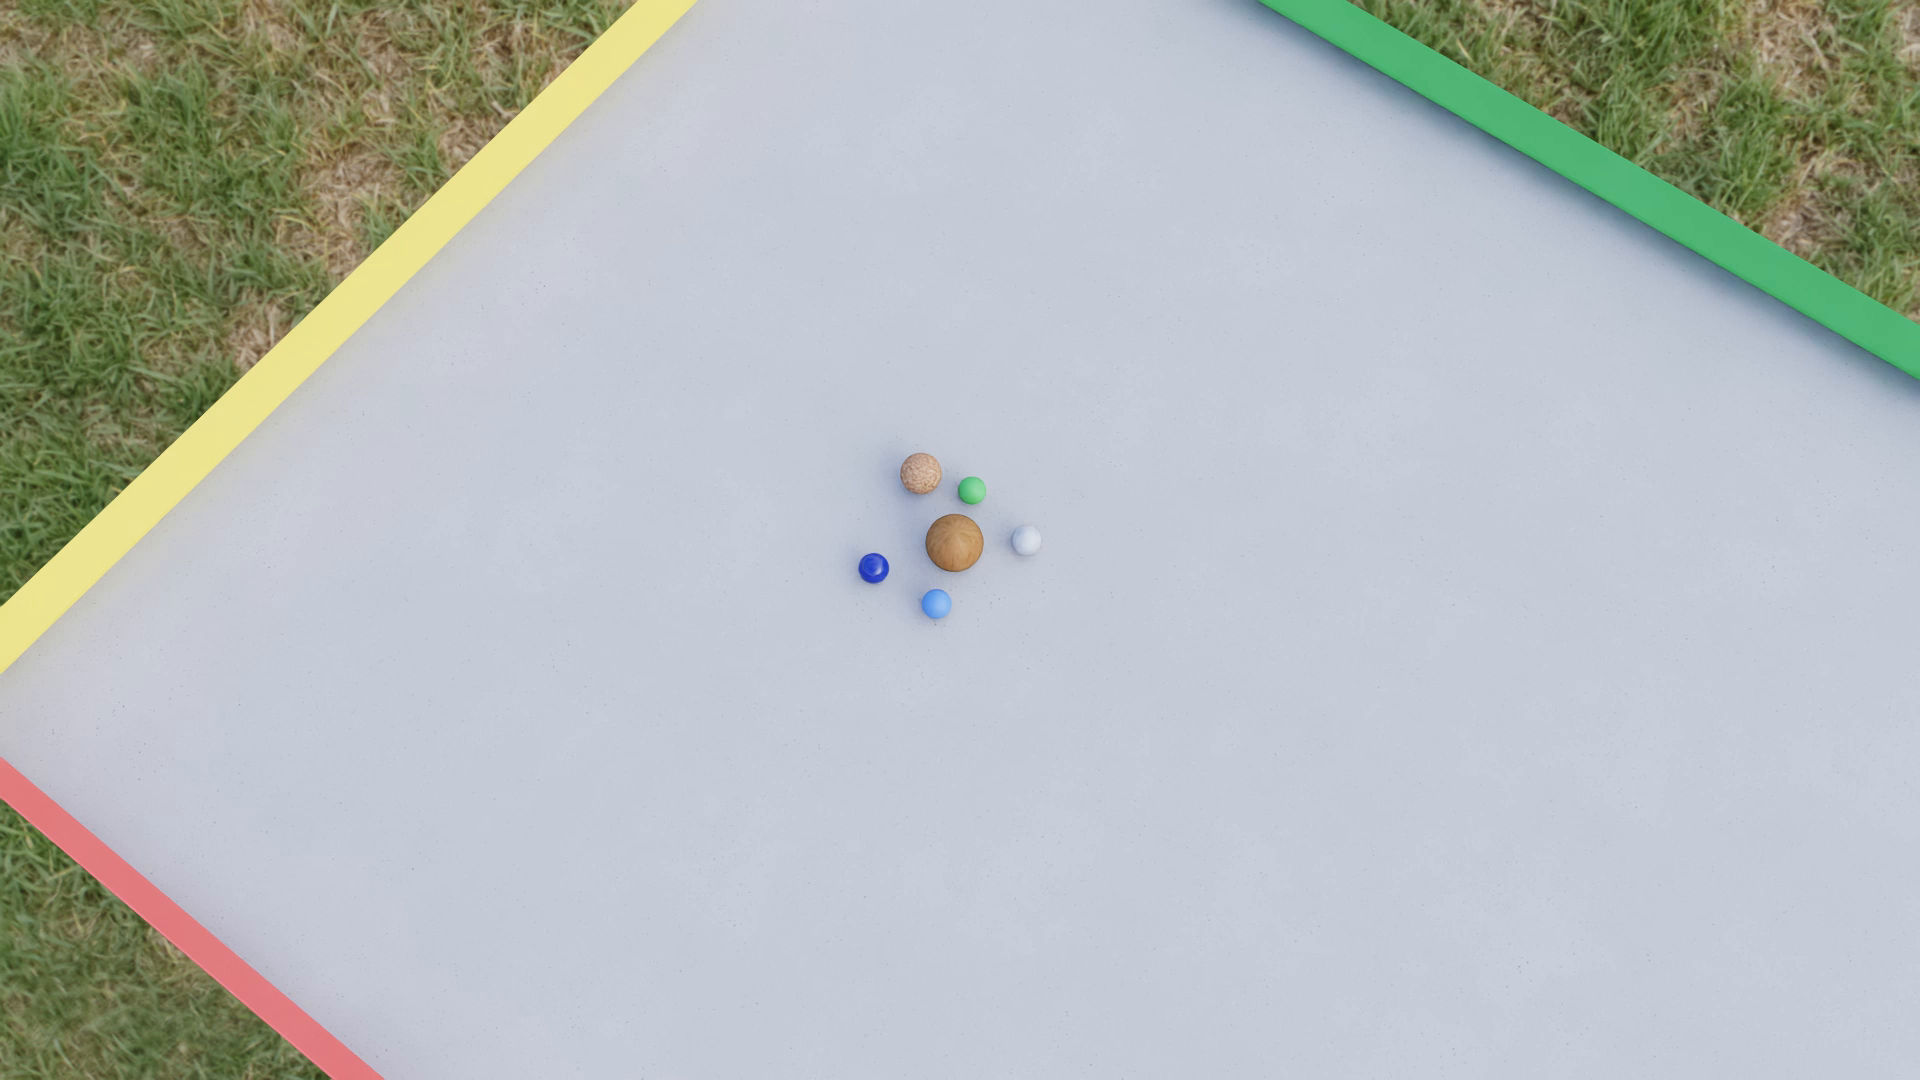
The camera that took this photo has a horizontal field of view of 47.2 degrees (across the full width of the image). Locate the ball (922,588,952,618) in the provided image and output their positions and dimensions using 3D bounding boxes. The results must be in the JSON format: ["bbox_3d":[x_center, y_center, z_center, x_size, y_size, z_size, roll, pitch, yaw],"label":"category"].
[{"bbox_3d":[-0.038,0.104,3.568,0.049,0.049,0.049,0,64,0],"label":"ball"}]

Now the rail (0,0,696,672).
[{"bbox_3d":[-0.856,-0.599,3.873,0.045,0.124,2.517,34,69,16],"label":"rail"}]

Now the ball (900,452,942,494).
[{"bbox_3d":[-0.065,-0.111,3.663,0.070,0.070,0.070,0,64,0],"label":"ball"}]

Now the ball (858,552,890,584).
[{"bbox_3d":[-0.141,0.046,3.596,0.051,0.051,0.051,0,64,0],"label":"ball"}]

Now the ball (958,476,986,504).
[{"bbox_3d":[0.020,-0.082,3.661,0.047,0.047,0.047,0,64,0],"label":"ball"}]

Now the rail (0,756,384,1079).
[{"bbox_3d":[0.127,1.464,2.853,4.401,0.124,0.045,34,69,16],"label":"rail"}]

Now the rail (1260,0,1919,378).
[{"bbox_3d":[1.624,-0.297,3.724,4.401,0.124,0.045,34,69,16],"label":"rail"}]

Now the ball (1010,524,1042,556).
[{"bbox_3d":[0.110,0.000,3.618,0.052,0.052,0.052,0,64,0],"label":"ball"}]

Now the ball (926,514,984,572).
[{"bbox_3d":[-0.009,0.005,3.591,0.095,0.095,0.095,0,64,0],"label":"ball"}]
